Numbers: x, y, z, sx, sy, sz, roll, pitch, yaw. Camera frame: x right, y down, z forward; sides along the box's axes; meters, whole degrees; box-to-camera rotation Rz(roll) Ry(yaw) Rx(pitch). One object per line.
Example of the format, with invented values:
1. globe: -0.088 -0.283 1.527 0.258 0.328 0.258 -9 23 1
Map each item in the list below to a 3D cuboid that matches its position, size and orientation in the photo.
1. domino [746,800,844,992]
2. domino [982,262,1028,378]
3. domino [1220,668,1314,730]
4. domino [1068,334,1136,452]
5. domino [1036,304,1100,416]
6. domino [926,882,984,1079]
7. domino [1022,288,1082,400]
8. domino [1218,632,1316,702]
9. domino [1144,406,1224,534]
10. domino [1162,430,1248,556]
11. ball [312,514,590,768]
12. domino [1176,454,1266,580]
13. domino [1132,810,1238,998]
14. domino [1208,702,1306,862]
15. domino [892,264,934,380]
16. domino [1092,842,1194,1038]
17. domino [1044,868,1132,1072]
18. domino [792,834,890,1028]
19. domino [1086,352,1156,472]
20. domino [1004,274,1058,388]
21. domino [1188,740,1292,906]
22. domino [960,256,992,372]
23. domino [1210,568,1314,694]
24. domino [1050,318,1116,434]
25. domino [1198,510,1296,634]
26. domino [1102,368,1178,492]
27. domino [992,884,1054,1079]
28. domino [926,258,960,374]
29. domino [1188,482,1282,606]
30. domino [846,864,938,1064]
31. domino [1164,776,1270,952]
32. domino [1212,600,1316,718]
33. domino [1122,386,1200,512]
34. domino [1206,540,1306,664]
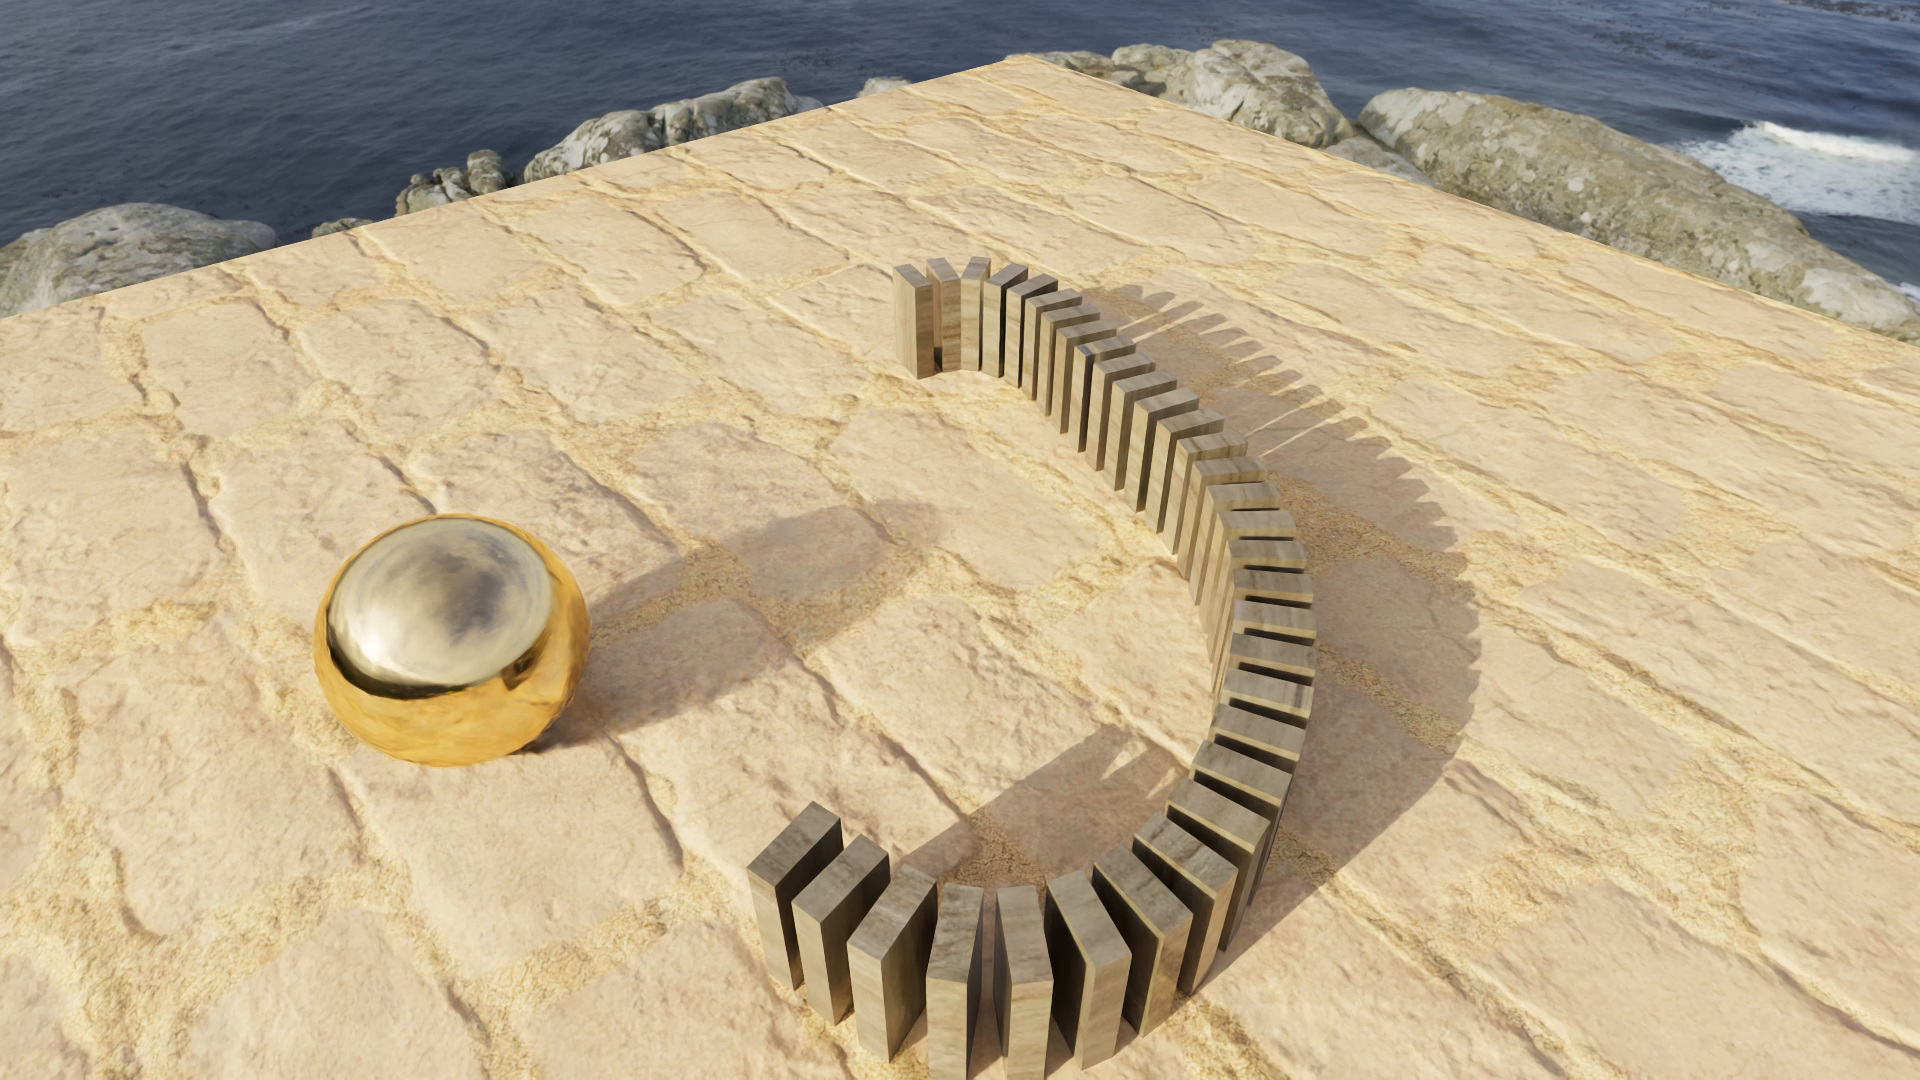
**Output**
1. domino: -0.042 0.096 0.294 0.009 0.050 0.025 24 45 27
2. domino: 0.022 -0.108 0.544 0.010 0.050 0.025 23 45 26
3. domino: 0.090 0.062 0.335 0.025 0.050 0.010 13 41 15
4. domino: 0.063 -0.065 0.491 0.025 0.050 0.010 -16 42 -19
5. domino: 0.050 -0.084 0.514 0.025 0.050 0.010 -14 41 -17
6. domino: -0.001 0.112 0.275 0.010 0.050 0.025 6 40 8
7. domino: 0.044 -0.093 0.525 0.025 0.050 0.010 -18 43 -21
8. domino: 0.095 0.053 0.347 0.025 0.050 0.009 10 40 12
9. domino: 0.090 -0.028 0.445 0.025 0.050 0.010 -16 42 -19
10. domino: 0.096 -0.018 0.434 0.025 0.050 0.009 -11 40 -13
11. ball: -0.160 0.031 0.349 0.080 0.080 0.080 0 39 0
12. domino: 0.099 -0.008 0.421 0.025 0.050 0.010 -6 40 -7
13. domino: 0.057 0.097 0.293 0.025 0.050 0.009 32 49 33
14. domino: 0.084 0.072 0.324 0.025 0.050 0.010 16 42 19
15. domino: -0.023 -0.107 0.543 0.010 0.050 0.025 -18 43 -21
16. domino: 0.045 0.104 0.284 0.009 0.050 0.025 -25 45 -27
17. domino: 0.031 0.109 0.278 0.010 0.050 0.025 -15 42 -18
18. domino: -0.029 0.102 0.287 0.010 0.050 0.025 26 46 28
19. domino: 0.070 -0.056 0.479 0.025 0.050 0.009 -16 42 -19
20. domino: 0.034 -0.101 0.535 0.025 0.050 0.010 -30 48 -31
21. domino: 0.076 0.081 0.313 0.025 0.050 0.010 20 43 23
22. domino: 0.008 -0.113 0.549 0.009 0.050 0.025 9 40 11
23. domino: 0.101 0.033 0.372 0.025 0.050 0.010 5 40 6
24. domino: 0.056 -0.074 0.502 0.025 0.050 0.009 -15 42 -17
25. domino: 0.103 0.012 0.397 0.025 0.050 0.009 -1 39 -1
26. domino: 0.076 -0.046 0.468 0.025 0.050 0.009 -16 42 -18
27. domino: 0.015 0.112 0.275 0.010 0.050 0.025 -4 40 -5
28. domino: -0.008 -0.112 0.548 0.009 0.050 0.025 -12 41 -15
29. domino: 0.102 0.002 0.409 0.025 0.050 0.010 -4 39 -4
30. domino: -0.016 0.108 0.279 0.010 0.050 0.025 20 44 23
31. domino: 0.067 0.090 0.302 0.025 0.050 0.010 25 45 27
32. domino: 0.098 0.043 0.359 0.025 0.050 0.010 8 40 9
33. domino: 0.083 -0.037 0.457 0.025 0.050 0.010 -18 43 -21
34. domino: 0.103 0.022 0.384 0.025 0.050 0.010 2 39 2
